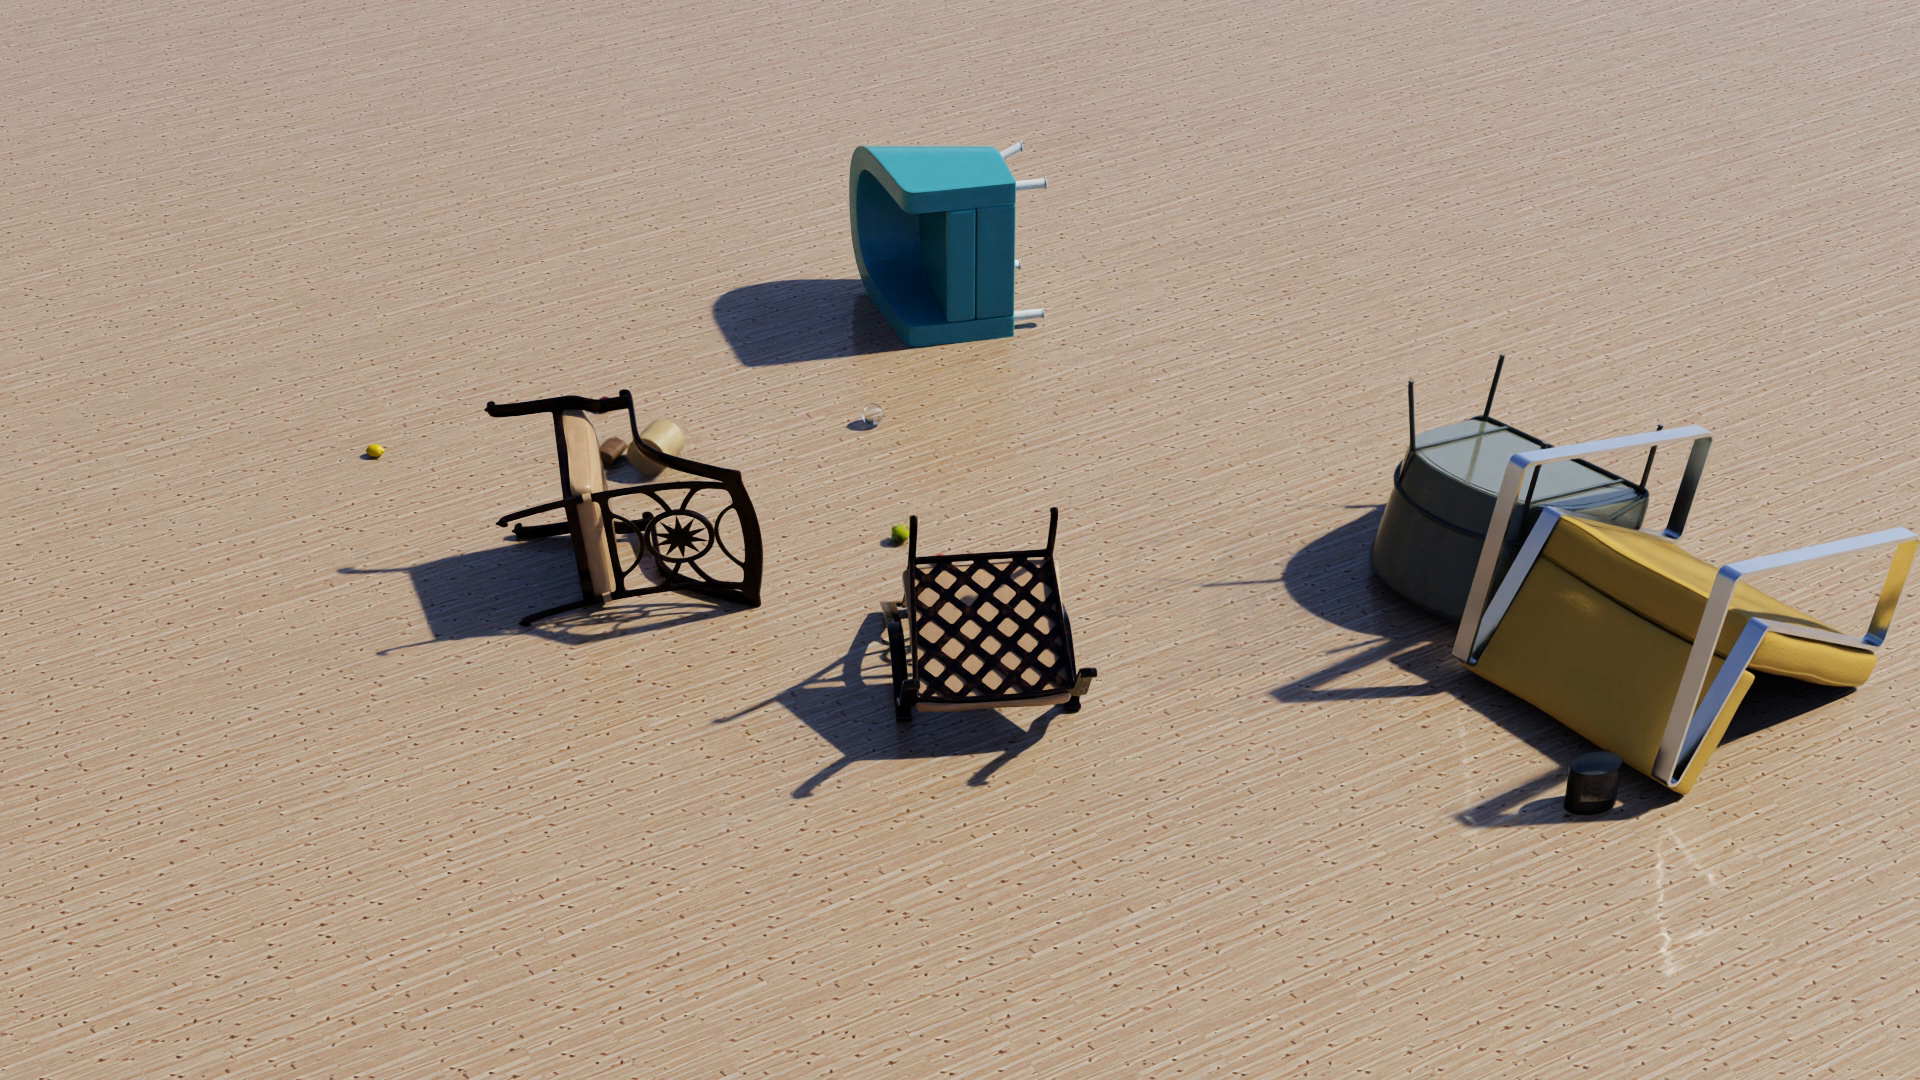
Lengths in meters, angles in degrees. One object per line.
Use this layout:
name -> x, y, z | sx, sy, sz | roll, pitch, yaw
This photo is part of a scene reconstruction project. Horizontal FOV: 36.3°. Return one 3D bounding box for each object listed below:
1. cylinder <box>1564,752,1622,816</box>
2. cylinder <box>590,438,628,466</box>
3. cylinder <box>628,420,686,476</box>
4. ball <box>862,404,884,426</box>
cylinder -> 2.070, 0.795, 9.587 | 0.184, 0.166, 0.116 | -11, 35, -16
cylinder -> -1.365, -0.343, 11.406 | 0.100, 0.064, 0.112 | 3, 31, 27
cylinder -> -1.175, -0.359, 11.339 | 0.172, 0.162, 0.156 | -19, 20, 36
ball -> -0.346, -0.498, 11.620 | 0.089, 0.089, 0.089 | 0, 33, 0
